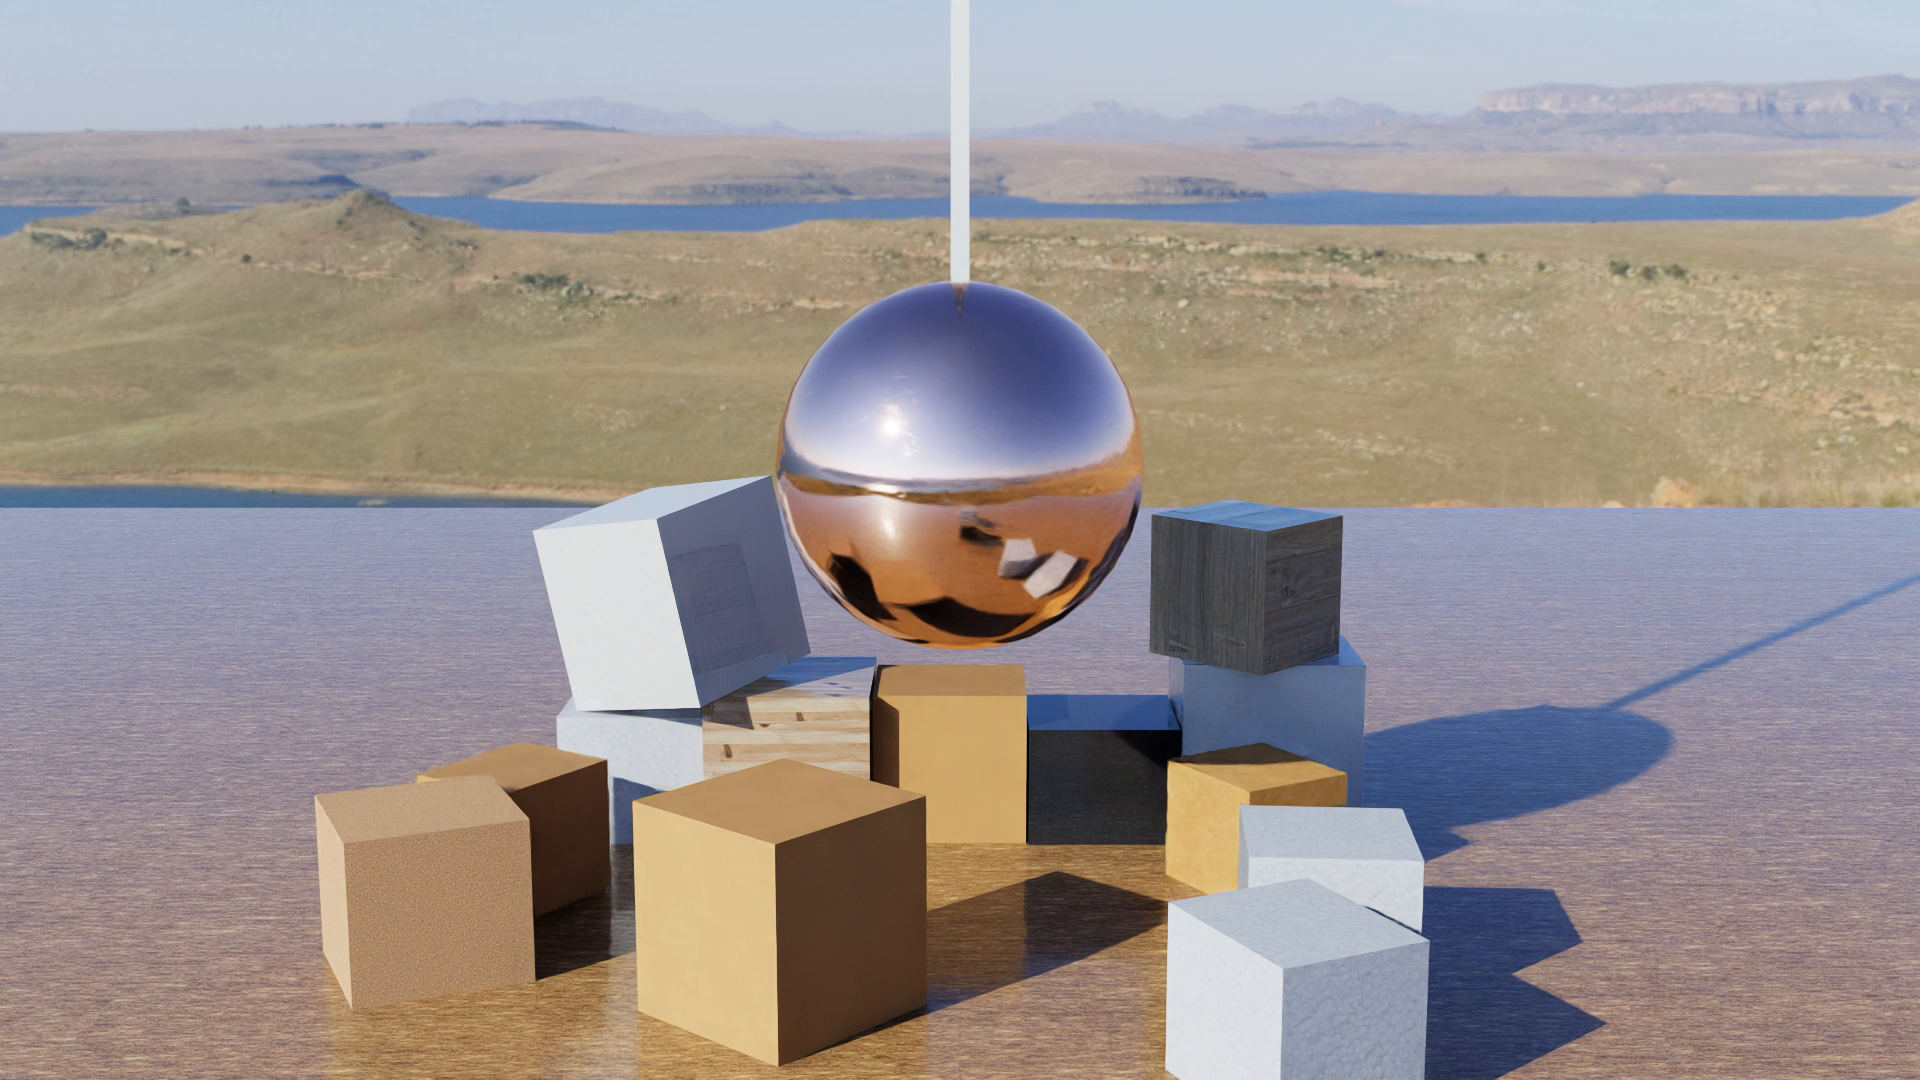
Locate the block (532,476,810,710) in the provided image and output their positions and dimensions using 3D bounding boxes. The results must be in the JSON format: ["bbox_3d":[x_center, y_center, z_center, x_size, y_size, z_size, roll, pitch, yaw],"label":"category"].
[{"bbox_3d":[-1.451,0.268,11.158,0.845,0.946,0.885,-5,12,36],"label":"block"}]

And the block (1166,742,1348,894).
[{"bbox_3d":[1.405,1.358,10.477,0.575,0.579,0.634,-6,12,-30],"label":"block"}]

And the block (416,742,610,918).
[{"bbox_3d":[-2.079,1.365,10.289,0.558,0.630,0.674,7,12,33],"label":"block"}]

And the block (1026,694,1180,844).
[{"bbox_3d":[0.724,1.180,11.398,0.757,0.599,0.712,0,10,0],"label":"block"}]

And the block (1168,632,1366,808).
[{"bbox_3d":[1.565,1.014,11.380,0.905,0.934,0.757,0,10,0],"label":"block"}]

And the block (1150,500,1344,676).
[{"bbox_3d":[1.444,0.224,11.119,0.712,0.713,0.643,10,14,43],"label":"block"}]

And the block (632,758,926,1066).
[{"bbox_3d":[-0.725,1.479,8.939,0.830,0.891,0.840,9,14,41],"label":"block"}]

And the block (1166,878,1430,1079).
[{"bbox_3d":[1.238,1.733,8.163,0.632,0.670,0.761,-5,11,-26],"label":"block"}]

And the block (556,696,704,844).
[{"bbox_3d":[-1.651,1.157,11.371,0.735,0.656,0.629,0,10,0],"label":"block"}]

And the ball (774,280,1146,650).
[{"bbox_3d":[0.000,-0.321,9.535,1.600,1.600,1.600,0,10,0],"label":"ball"}]

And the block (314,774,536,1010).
[{"bbox_3d":[-2.295,1.485,9.410,0.758,0.711,0.737,-5,11,-24],"label":"block"}]

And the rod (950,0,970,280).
[{"bbox_3d":[0.000,-3.709,9.818,0.080,5.200,0.080,0,-5,0],"label":"rod"}]

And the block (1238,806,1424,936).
[{"bbox_3d":[1.539,1.543,9.249,0.698,0.655,0.706,1,10,4],"label":"block"}]

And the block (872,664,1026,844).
[{"bbox_3d":[-0.051,1.097,11.388,0.770,0.767,0.667,0,10,0],"label":"block"}]

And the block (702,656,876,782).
[{"bbox_3d":[-0.859,1.089,11.358,0.827,0.794,0.871,0,10,0],"label":"block"}]
